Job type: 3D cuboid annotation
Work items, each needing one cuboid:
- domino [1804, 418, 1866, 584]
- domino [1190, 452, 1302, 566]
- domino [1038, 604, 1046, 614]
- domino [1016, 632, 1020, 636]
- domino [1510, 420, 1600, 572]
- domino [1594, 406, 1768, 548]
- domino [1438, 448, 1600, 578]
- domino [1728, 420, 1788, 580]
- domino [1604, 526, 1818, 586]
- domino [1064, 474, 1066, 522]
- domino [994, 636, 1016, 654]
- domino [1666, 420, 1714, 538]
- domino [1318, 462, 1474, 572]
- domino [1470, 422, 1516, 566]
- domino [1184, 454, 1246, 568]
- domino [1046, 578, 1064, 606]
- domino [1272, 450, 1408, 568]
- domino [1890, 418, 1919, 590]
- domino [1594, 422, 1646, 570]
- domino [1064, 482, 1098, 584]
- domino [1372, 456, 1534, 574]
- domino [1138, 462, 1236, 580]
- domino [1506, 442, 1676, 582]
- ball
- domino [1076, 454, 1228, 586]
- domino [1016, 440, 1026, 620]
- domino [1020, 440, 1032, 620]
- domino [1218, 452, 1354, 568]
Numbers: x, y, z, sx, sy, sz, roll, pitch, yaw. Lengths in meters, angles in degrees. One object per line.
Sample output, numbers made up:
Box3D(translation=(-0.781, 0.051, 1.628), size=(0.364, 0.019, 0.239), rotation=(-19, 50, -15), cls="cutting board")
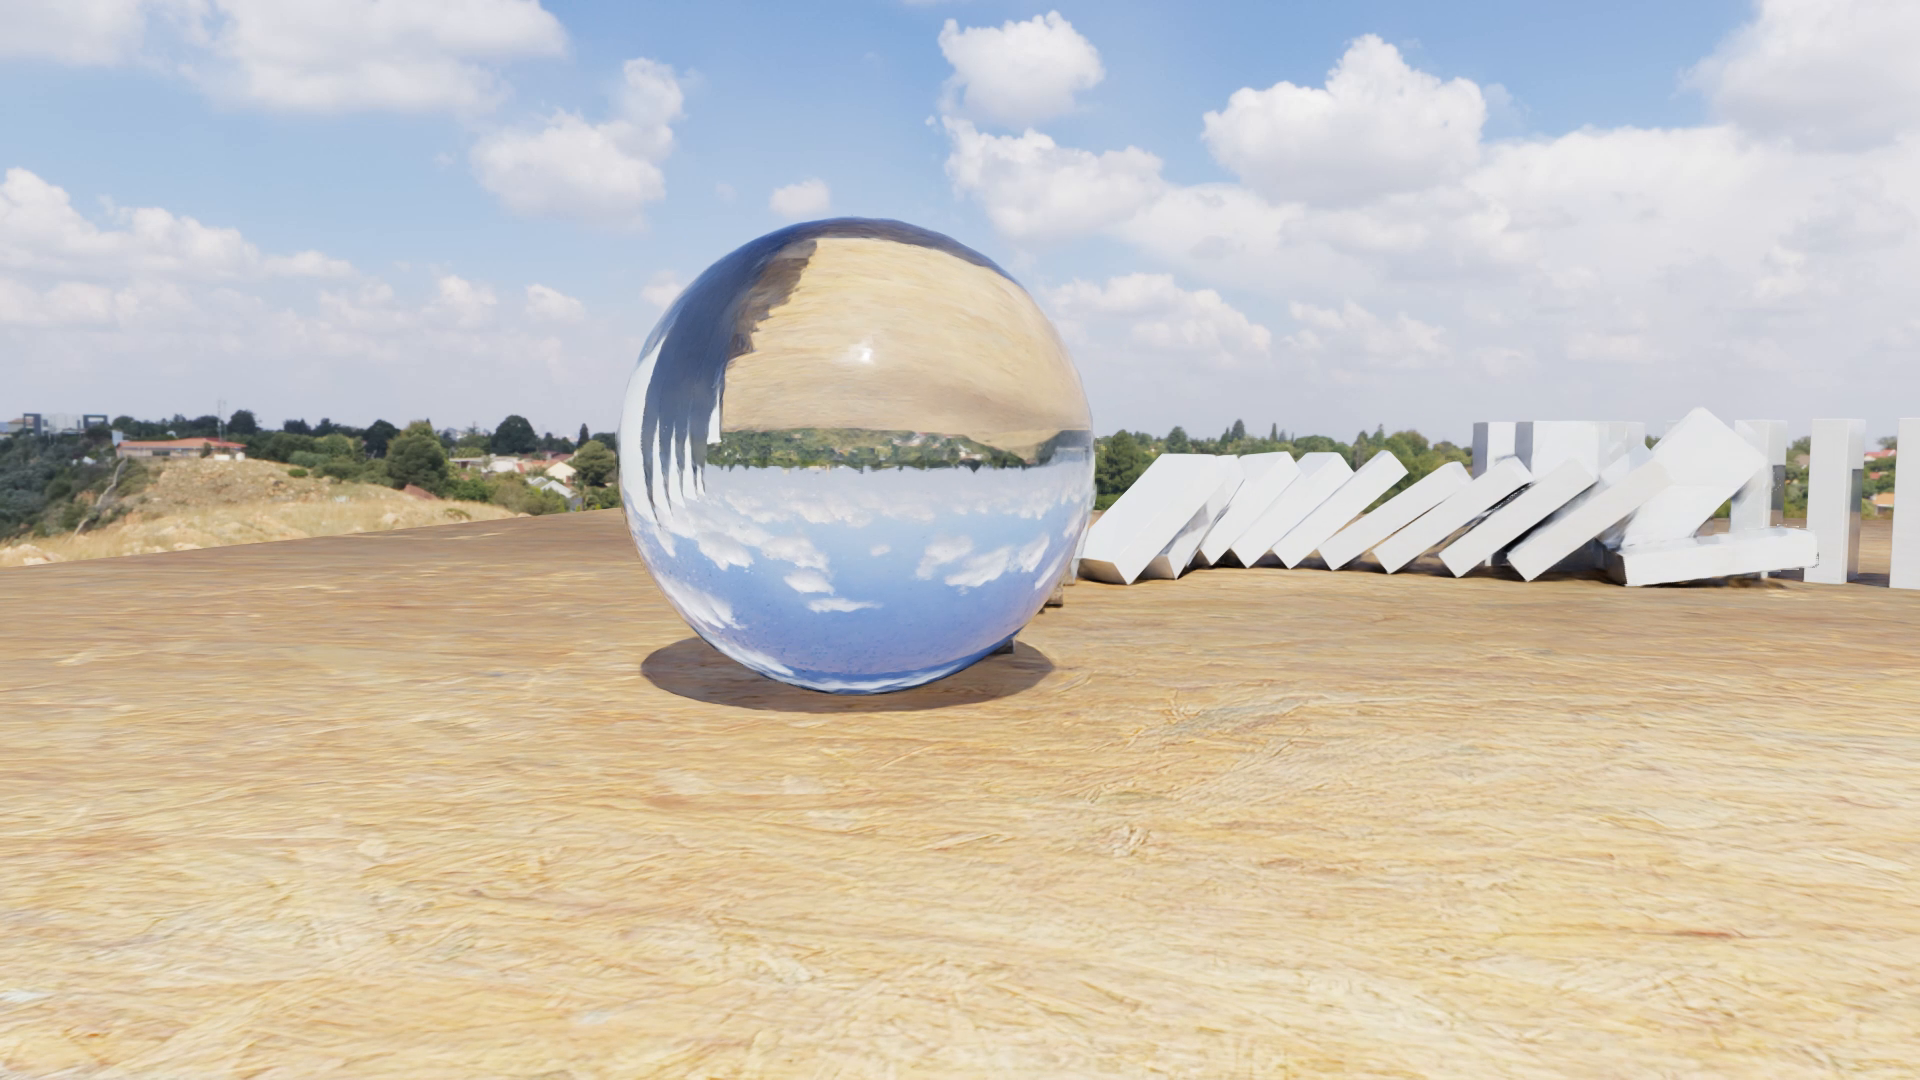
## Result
Box3D(translation=(0.272, -0.012, 0.398), size=(0.010, 0.050, 0.025), rotation=(4, 6, 45), cls="domino")
Box3D(translation=(0.094, -0.011, 0.451), size=(0.050, 0.009, 0.025), rotation=(-43, 17, -19), cls="domino")
Box3D(translation=(0.010, -0.004, 0.336), size=(0.025, 0.050, 0.010), rotation=(0, -39, 6), cls="domino")
Box3D(translation=(0.002, -0.001, 0.298), size=(0.025, 0.050, 0.009), rotation=(0, -38, 6), cls="domino")
Box3D(translation=(0.200, -0.015, 0.431), size=(0.025, 0.050, 0.009), rotation=(-1, 4, -12), cls="domino")
Box3D(translation=(0.224, -0.015, 0.405), size=(0.025, 0.050, 0.010), rotation=(43, 14, 9), cls="domino")
Box3D(translation=(0.177, -0.008, 0.407), size=(0.050, 0.009, 0.025), rotation=(-42, -11, 27), cls="domino")
Box3D(translation=(0.257, -0.013, 0.413), size=(0.009, 0.050, 0.025), rotation=(4, 6, 44), cls="domino")
Box3D(translation=(0.225, 0.005, 0.387), size=(0.050, 0.010, 0.025), rotation=(-8, 2, 16), cls="domino")
Box3D(translation=(0.017, -0.002, 0.367), size=(0.025, 0.009, 0.050), rotation=(0, 34, 6), cls="domino")
Box3D(translation=(0.000, 0.000, 0.272), size=(0.025, 0.050, 0.010), rotation=(0, -38, 6), cls="domino")
Box3D(translation=(0.243, -0.014, 0.427), size=(0.009, 0.050, 0.025), rotation=(4, 6, 43), cls="domino")
Box3D(translation=(0.146, -0.008, 0.429), size=(0.050, 0.009, 0.025), rotation=(-37, -14, 27), cls="domino")
Box3D(translation=(0.194, -0.016, 0.451), size=(0.025, 0.050, 0.010), rotation=(-1, 4, -9), cls="domino")
Box3D(translation=(0.076, -0.010, 0.442), size=(0.025, 0.010, 0.050), rotation=(-3, 36, 43), cls="domino")
Box3D(translation=(0.016, -0.005, 0.349), size=(0.025, 0.050, 0.010), rotation=(-1, -40, 5), cls="domino")
Box3D(translation=(0.130, -0.011, 0.442), size=(0.050, 0.010, 0.025), rotation=(-41, -5, 12), cls="domino")
Box3D(translation=(0.287, -0.011, 0.383), size=(0.025, 0.050, 0.009), rotation=(-4, 6, -45), cls="domino")
Box3D(translation=(0.227, -0.016, 0.441), size=(0.010, 0.050, 0.025), rotation=(4, 6, 41), cls="domino")
Box3D(translation=(0.027, -0.005, 0.406), size=(0.025, 0.010, 0.050), rotation=(0, 35, 16), cls="domino")
Box3D(translation=(0.161, -0.008, 0.418), size=(0.050, 0.010, 0.025), rotation=(-40, -16, 28), cls="domino")
Box3D(translation=(0.069, -0.007, 0.422), size=(0.025, 0.010, 0.050), rotation=(3, 40, 38), cls="domino")
Box3D(translation=(0.193, -0.009, 0.396), size=(0.050, 0.009, 0.025), rotation=(-42, -3, 25), cls="domino")
Box3D(translation=(-0.017, -0.014, 0.218), size=(0.080, 0.080, 0.080), rotation=(0, 4, 0), cls="ball")
Box3D(translation=(0.059, -0.007, 0.403), size=(0.050, 0.010, 0.025), rotation=(-45, 24, -20), cls="domino")
Box3D(translation=(0.001, 0.000, 0.285), size=(0.025, 0.050, 0.010), rotation=(1, -38, 6), cls="domino")
Box3D(translation=(0.005, -0.003, 0.323), size=(0.025, 0.050, 0.010), rotation=(0, -38, 6), cls="domino")
Box3D(translation=(0.112, -0.011, 0.450), size=(0.050, 0.009, 0.025), rotation=(-40, 9, -5), cls="domino")
